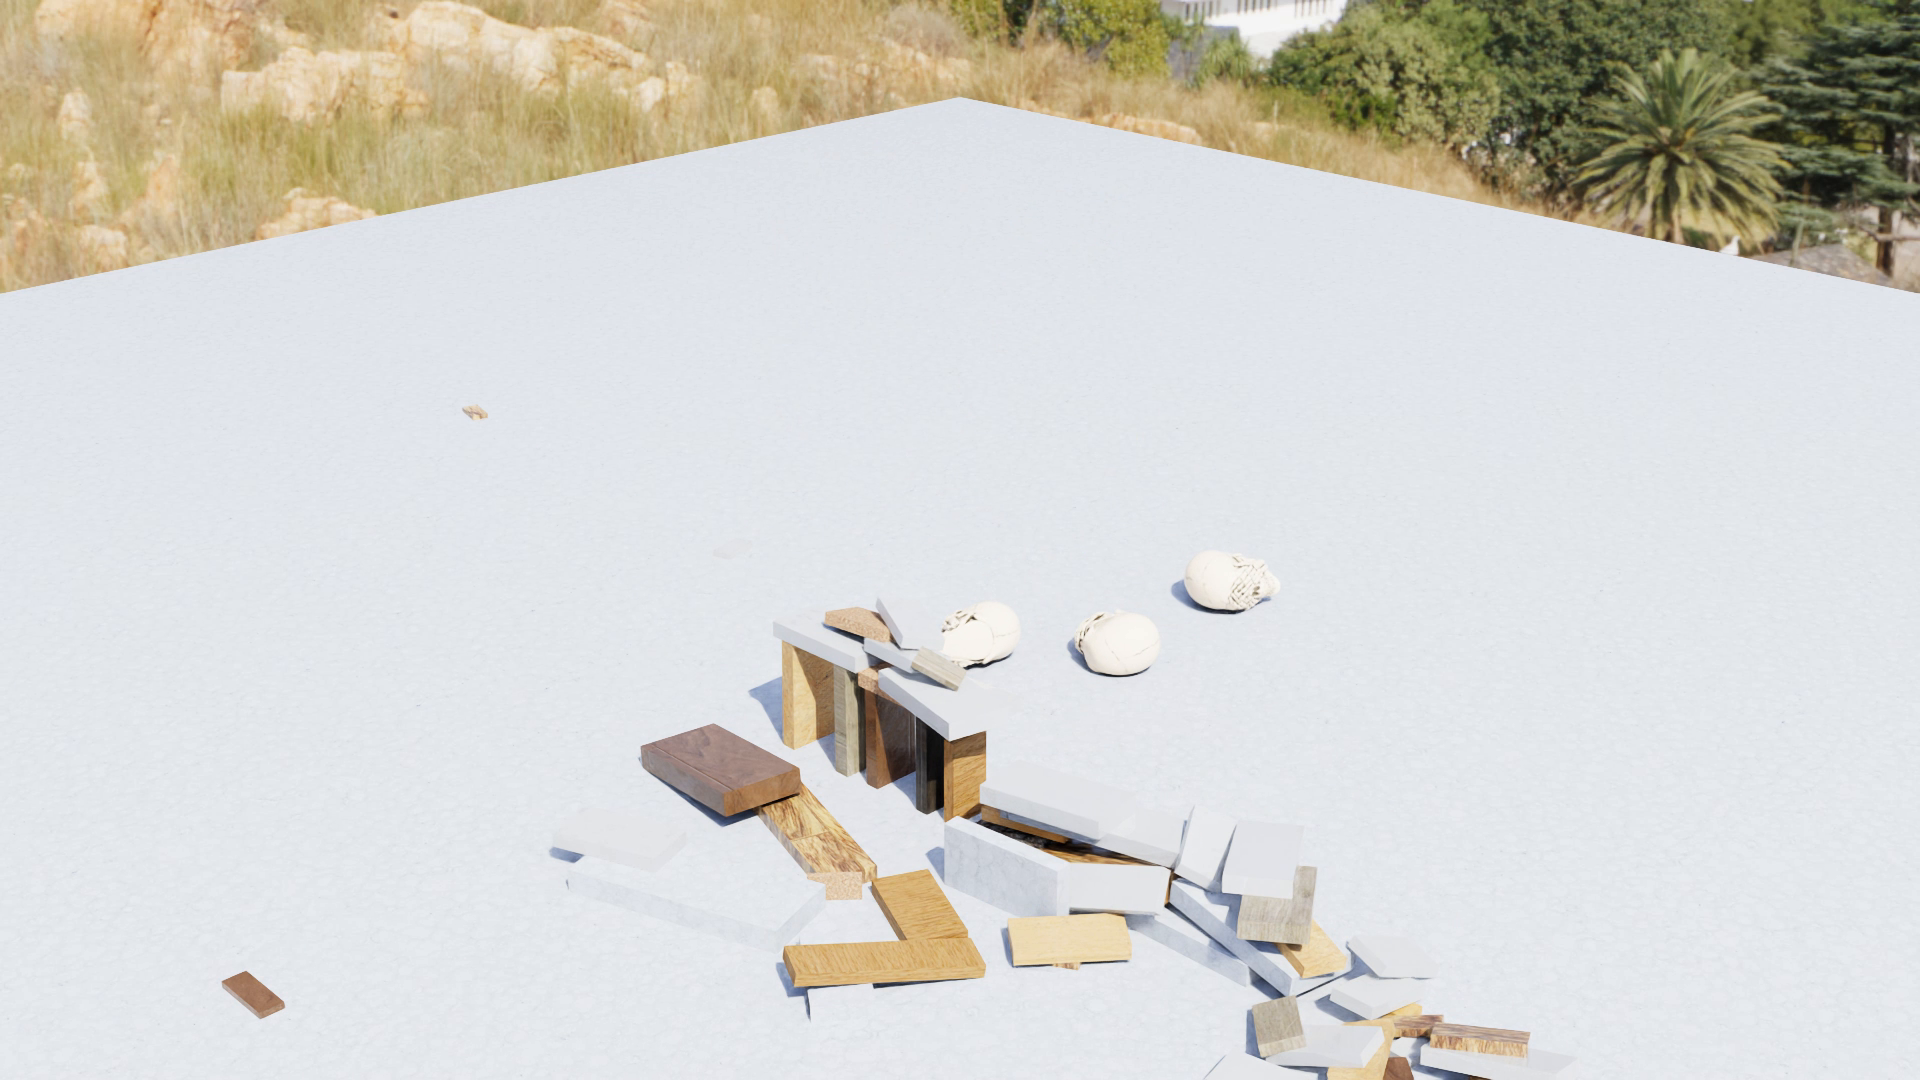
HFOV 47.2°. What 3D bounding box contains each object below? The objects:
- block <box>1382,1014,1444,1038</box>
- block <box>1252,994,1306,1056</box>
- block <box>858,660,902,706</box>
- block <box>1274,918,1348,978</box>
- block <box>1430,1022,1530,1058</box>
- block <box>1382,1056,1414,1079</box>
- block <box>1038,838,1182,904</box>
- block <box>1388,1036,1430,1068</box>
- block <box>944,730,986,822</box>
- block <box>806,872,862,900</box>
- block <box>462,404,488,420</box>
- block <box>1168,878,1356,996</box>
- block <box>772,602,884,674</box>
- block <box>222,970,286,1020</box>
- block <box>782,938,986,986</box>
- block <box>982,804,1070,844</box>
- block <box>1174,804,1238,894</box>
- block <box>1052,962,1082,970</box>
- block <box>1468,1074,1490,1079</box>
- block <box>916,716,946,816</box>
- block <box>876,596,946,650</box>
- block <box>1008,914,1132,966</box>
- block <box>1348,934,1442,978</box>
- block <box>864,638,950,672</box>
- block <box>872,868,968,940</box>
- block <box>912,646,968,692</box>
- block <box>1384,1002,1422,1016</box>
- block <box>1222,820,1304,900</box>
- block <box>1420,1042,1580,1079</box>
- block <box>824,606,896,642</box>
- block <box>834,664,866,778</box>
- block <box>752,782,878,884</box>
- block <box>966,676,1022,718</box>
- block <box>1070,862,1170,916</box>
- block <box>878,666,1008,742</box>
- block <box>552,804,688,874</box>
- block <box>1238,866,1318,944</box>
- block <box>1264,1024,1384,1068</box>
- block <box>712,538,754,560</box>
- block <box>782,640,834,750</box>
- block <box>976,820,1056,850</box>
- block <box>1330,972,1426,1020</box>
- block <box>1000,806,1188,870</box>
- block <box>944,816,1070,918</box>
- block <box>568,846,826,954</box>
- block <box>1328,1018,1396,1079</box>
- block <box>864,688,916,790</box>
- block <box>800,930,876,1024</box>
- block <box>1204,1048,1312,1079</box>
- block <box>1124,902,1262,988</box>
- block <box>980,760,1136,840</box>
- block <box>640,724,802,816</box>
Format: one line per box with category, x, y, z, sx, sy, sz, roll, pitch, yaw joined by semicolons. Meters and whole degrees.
block;0.770;0.829;3.752;0.105;0.015;0.053;-5;13;20
block;0.541;0.824;3.731;0.077;0.022;0.155;-15;12;7
block;-0.091;0.299;4.450;0.111;0.031;0.221;-21;31;-40
block;0.597;0.700;3.863;0.085;0.024;0.171;-7;30;-22
block;0.863;0.828;3.645;0.155;0.022;0.077;2;4;18
block;0.709;0.904;3.603;0.077;0.022;0.155;-1;23;-2
block;0.300;0.614;4.169;0.319;0.045;0.159;4;19;42
block;0.774;0.856;3.724;0.105;0.015;0.053;-19;30;-38
block;0.011;0.472;4.409;0.093;0.186;0.026;-21;31;-40
block;-0.237;0.654;4.153;0.103;0.052;0.015;-1;23;-3
block;-1.467;-0.386;6.654;0.047;0.013;0.095;-13;26;-28
block;0.542;0.691;3.948;0.159;0.045;0.319;-15;33;-33
block;-0.259;0.203;4.589;0.252;0.036;0.126;21;30;40
block;-1.242;0.798;3.862;0.048;0.014;0.135;-21;31;-40
block;-0.133;0.747;3.896;0.351;0.025;0.090;1;23;-20
block;0.145;0.536;4.279;0.186;0.026;0.093;12;24;31
block;0.454;0.568;4.046;0.090;0.025;0.179;27;34;-1
block;0.203;0.745;3.987;0.048;0.014;0.096;6;24;15
block;0.879;1.010;3.337;0.115;0.033;0.633;1;23;3
block;-0.039;0.435;4.452;0.031;0.221;0.111;21;31;41
block;-0.102;0.168;4.476;0.091;0.026;0.182;5;24;-22
block;0.197;0.722;3.985;0.213;0.030;0.107;-2;23;-5
block;0.769;0.736;3.887;0.169;0.024;0.085;12;23;-44
block;-0.108;0.228;4.429;0.091;0.026;0.182;-4;14;-33
block;-0.076;0.692;4.090;0.113;0.032;0.227;-8;24;-18
block;-0.041;0.253;4.330;0.103;0.015;0.052;29;40;0
block;0.747;0.809;3.835;0.105;0.015;0.053;21;31;41
block;0.553;0.578;3.992;0.123;0.035;0.247;4;17;13
block;0.887;0.857;3.616;0.230;0.030;0.107;4;5;35
block;-0.185;0.174;4.541;0.091;0.026;0.182;-8;16;-44
block;-0.203;0.357;4.596;0.126;0.252;0.036;-21;31;-41
block;-0.301;0.577;4.360;0.113;0.032;0.409;-11;25;-25
block;0.012;0.351;4.892;0.230;0.033;0.115;18;29;36
block;0.266;0.642;4.056;0.256;0.085;0.024;-4;-28;38
block;-0.035;0.309;4.337;0.134;0.038;0.268;-14;27;-29
block;-0.656;0.575;4.236;0.230;0.033;0.115;10;25;23
block;0.564;0.641;3.897;0.123;0.035;0.247;3;17;11
block;0.607;0.843;3.667;0.179;0.025;0.090;-8;15;36
block;-0.587;0.022;5.690;0.052;0.015;0.103;13;26;28
block;-0.320;0.311;4.703;0.126;0.252;0.036;-21;32;-41
block;0.115;0.570;4.323;0.186;0.026;0.093;0;16;40
block;0.726;0.785;3.814;0.085;0.024;0.169;21;19;40
block;0.277;0.537;4.184;0.398;0.035;0.123;13;24;32
block;0.086;0.625;4.116;0.268;0.134;0.038;18;29;36
block;-0.498;0.657;4.148;0.461;0.050;0.177;11;25;25
block;0.669;0.852;3.661;0.085;0.024;0.171;-12;13;22
block;-0.143;0.394;4.549;0.031;0.221;0.111;21;31;41
block;-0.218;0.773;3.899;0.113;0.032;0.227;-3;23;-8
block;0.515;0.905;3.588;0.213;0.030;0.107;15;27;31
block;0.450;0.706;4.039;0.159;0.045;0.319;-21;31;-41
block;0.186;0.494;4.200;0.268;0.038;0.134;13;25;33
block;-0.495;0.470;4.529;0.177;0.050;0.355;-16;20;-32
